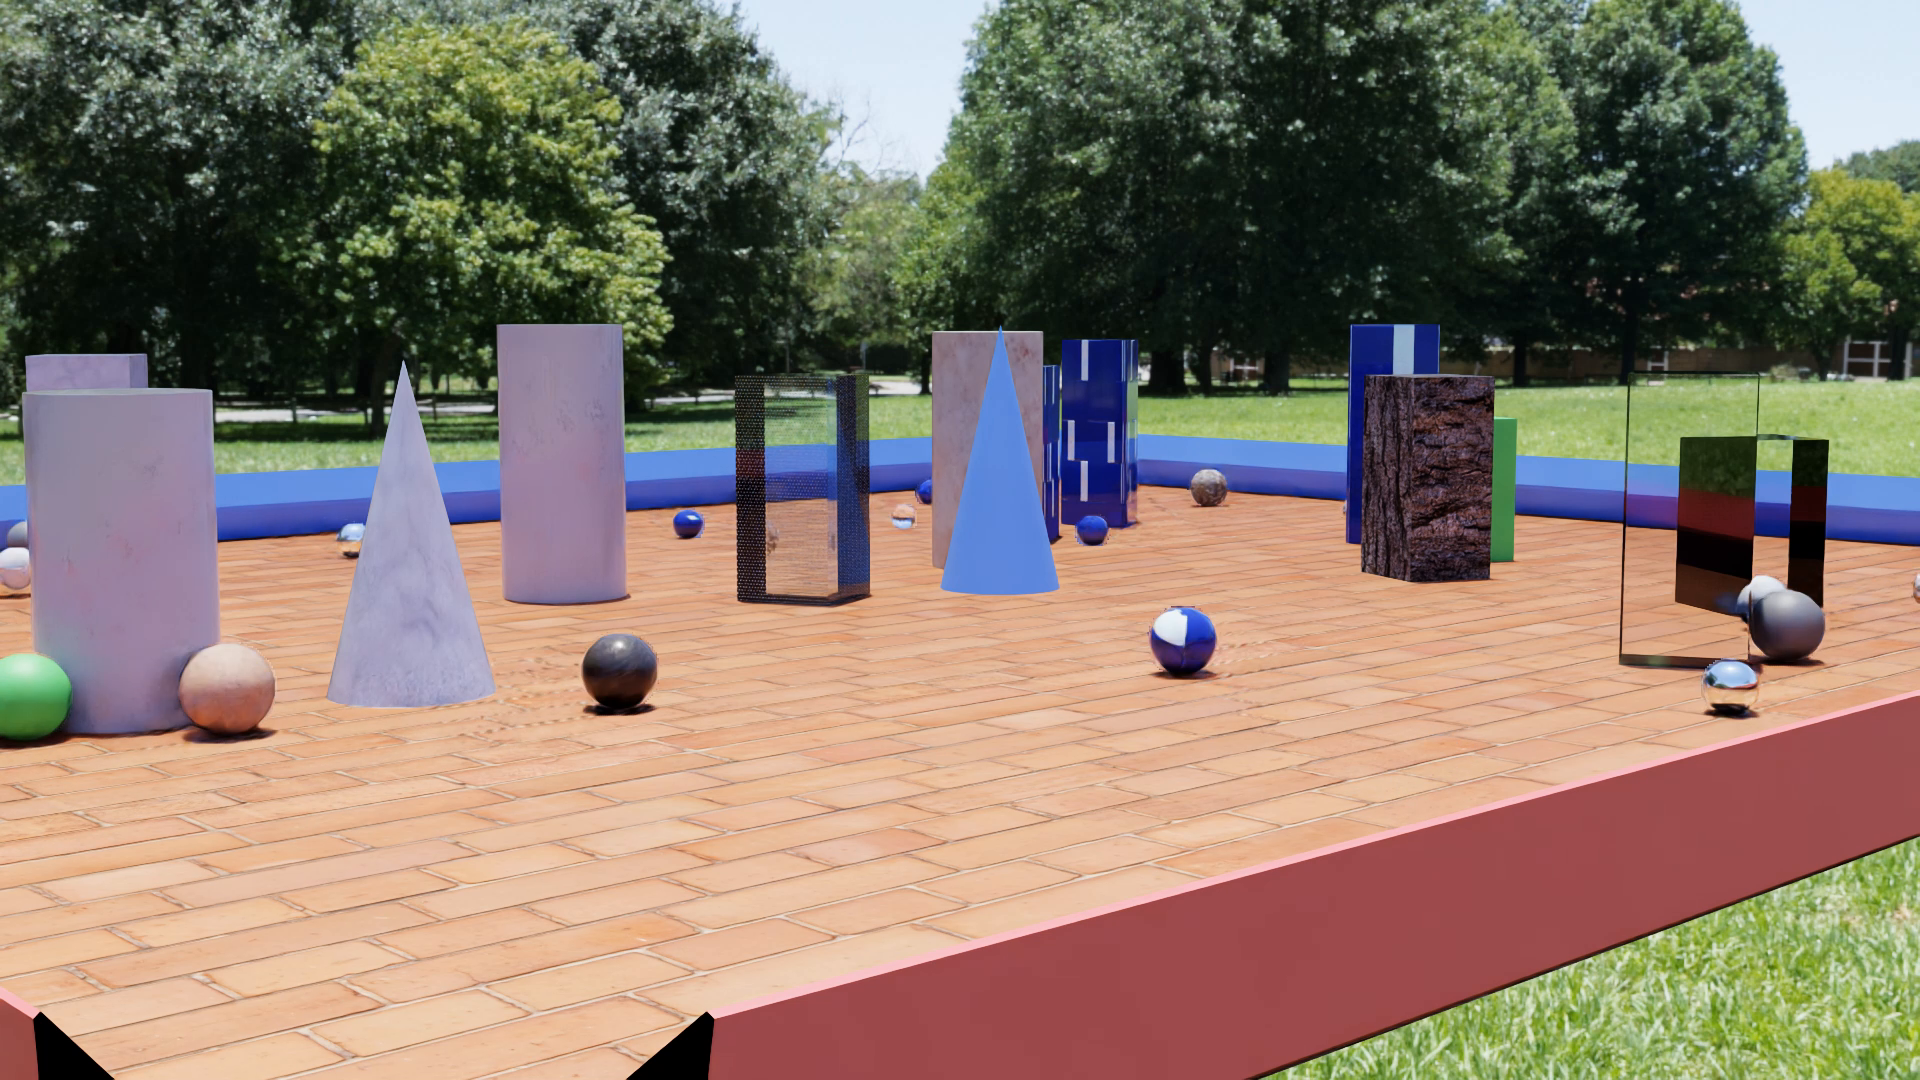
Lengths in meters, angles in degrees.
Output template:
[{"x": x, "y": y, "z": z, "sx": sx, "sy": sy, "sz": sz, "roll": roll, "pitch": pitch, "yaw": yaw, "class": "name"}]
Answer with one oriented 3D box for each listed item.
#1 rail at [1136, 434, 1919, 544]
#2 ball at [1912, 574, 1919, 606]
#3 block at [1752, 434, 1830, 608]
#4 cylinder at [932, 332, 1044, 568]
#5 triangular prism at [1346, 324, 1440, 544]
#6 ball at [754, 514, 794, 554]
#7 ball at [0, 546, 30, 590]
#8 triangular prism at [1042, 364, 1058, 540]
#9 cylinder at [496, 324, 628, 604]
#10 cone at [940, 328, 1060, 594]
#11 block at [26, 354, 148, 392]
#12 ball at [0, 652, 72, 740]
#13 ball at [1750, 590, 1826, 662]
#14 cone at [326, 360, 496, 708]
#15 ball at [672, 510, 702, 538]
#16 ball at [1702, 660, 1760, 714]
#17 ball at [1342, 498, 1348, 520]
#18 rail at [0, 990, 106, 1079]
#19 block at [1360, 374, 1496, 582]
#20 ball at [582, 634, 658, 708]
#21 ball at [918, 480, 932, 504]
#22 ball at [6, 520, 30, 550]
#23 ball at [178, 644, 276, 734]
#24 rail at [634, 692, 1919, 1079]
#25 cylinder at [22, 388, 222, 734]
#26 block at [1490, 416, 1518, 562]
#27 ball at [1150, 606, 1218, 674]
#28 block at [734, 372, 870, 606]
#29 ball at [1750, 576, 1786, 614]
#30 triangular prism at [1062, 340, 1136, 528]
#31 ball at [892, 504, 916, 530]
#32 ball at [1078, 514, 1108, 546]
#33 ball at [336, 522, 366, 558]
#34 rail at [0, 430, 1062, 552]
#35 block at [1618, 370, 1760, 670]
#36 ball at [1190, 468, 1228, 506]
[{"x": 1.376, "y": -0.100, "z": 4.595, "sx": 0.045, "sy": 0.125, "sz": 3.286, "roll": -6, "pitch": 8, "yaw": -42, "class": "rail"}, {"x": 1.431, "y": 0.072, "z": 3.211, "sx": 0.073, "sy": 0.073, "sz": 0.073, "roll": 0, "pitch": 6, "yaw": 0, "class": "ball"}, {"x": 1.197, "y": -0.030, "z": 3.331, "sx": 0.154, "sy": 0.251, "sz": 0.154, "roll": -1, "pitch": 6, "yaw": -11, "class": "block"}, {"x": 0.048, "y": -0.158, "z": 3.811, "sx": 0.192, "sy": 0.405, "sz": 0.192, "roll": 0, "pitch": 6, "yaw": 0, "class": "cylinder"}, {"x": 0.825, "y": -0.208, "z": 4.238, "sx": 0.166, "sy": 0.415, "sz": 0.144, "roll": 0, "pitch": 6, "yaw": 4, "class": "triangular prism"}, {"x": -0.339, "y": -0.012, "z": 4.016, "sx": 0.071, "sy": 0.071, "sz": 0.071, "roll": 0, "pitch": 6, "yaw": 0, "class": "ball"}, {"x": -1.463, "y": 0.044, "z": 3.410, "sx": 0.067, "sy": 0.067, "sz": 0.067, "roll": 0, "pitch": 6, "yaw": 0, "class": "ball"}, {"x": 0.146, "y": -0.171, "z": 4.272, "sx": 0.166, "sy": 0.335, "sz": 0.144, "roll": 5, "pitch": 8, "yaw": 40, "class": "triangular prism"}, {"x": -0.616, "y": -0.123, "z": 3.408, "sx": 0.192, "sy": 0.420, "sz": 0.192, "roll": 0, "pitch": 6, "yaw": 0, "class": "cylinder"}, {"x": 0.064, "y": -0.133, "z": 3.504, "sx": 0.192, "sy": 0.419, "sz": 0.192, "roll": 0, "pitch": 6, "yaw": 0, "class": "cone"}, {"x": -1.395, "y": -0.112, "z": 3.537, "sx": 0.154, "sy": 0.371, "sz": 0.154, "roll": -1, "pitch": 6, "yaw": -10, "class": "block"}, {"x": -0.967, "y": 0.162, "z": 2.273, "sx": 0.091, "sy": 0.091, "sz": 0.091, "roll": 0, "pitch": 6, "yaw": 0, "class": "ball"}, {"x": 1.047, "y": 0.108, "z": 2.784, "sx": 0.091, "sy": 0.091, "sz": 0.091, "roll": 0, "pitch": 6, "yaw": 0, "class": "ball"}, {"x": -0.636, "y": -0.015, "z": 2.534, "sx": 0.192, "sy": 0.387, "sz": 0.192, "roll": 0, "pitch": 6, "yaw": 0, "class": "cone"}, {"x": -0.528, "y": -0.031, "z": 4.265, "sx": 0.058, "sy": 0.058, "sz": 0.058, "roll": 0, "pitch": 6, "yaw": 0, "class": "ball"}, {"x": 0.849, "y": 0.162, "z": 2.423, "sx": 0.060, "sy": 0.060, "sz": 0.060, "roll": 0, "pitch": 6, "yaw": 0, "class": "ball"}, {"x": 0.821, "y": -0.063, "z": 4.522, "sx": 0.067, "sy": 0.067, "sz": 0.067, "roll": 0, "pitch": 6, "yaw": 0, "class": "ball"}, {"x": -1.376, "y": 0.165, "z": 2.070, "sx": 0.045, "sy": 0.125, "sz": 3.286, "roll": -6, "pitch": 8, "yaw": -42, "class": "rail"}, {"x": 0.779, "y": -0.107, "z": 3.672, "sx": 0.154, "sy": 0.333, "sz": 0.154, "roll": -2, "pitch": 6, "yaw": -21, "class": "block"}, {"x": -0.380, "y": 0.146, "z": 2.454, "sx": 0.085, "sy": 0.085, "sz": 0.085, "roll": 0, "pitch": 6, "yaw": 0, "class": "ball"}, {"x": -0.069, "y": -0.108, "z": 5.009, "sx": 0.055, "sy": 0.055, "sz": 0.055, "roll": 0, "pitch": 6, "yaw": 0, "class": "ball"}, {"x": -1.516, "y": 0.003, "z": 3.586, "sx": 0.072, "sy": 0.072, "sz": 0.072, "roll": 0, "pitch": 6, "yaw": 0, "class": "ball"}, {"x": -0.767, "y": 0.156, "z": 2.304, "sx": 0.096, "sy": 0.096, "sz": 0.096, "roll": 0, "pitch": 6, "yaw": 0, "class": "ball"}, {"x": 1.098, "y": 0.157, "z": 2.148, "sx": 3.791, "sy": 0.125, "sz": 0.045, "roll": -6, "pitch": 8, "yaw": -42, "class": "rail"}, {"x": -0.907, "y": 0.017, "z": 2.387, "sx": 0.192, "sy": 0.356, "sz": 0.192, "roll": 0, "pitch": 6, "yaw": 0, "class": "cylinder"}, {"x": 0.884, "y": -0.094, "z": 3.932, "sx": 0.154, "sy": 0.252, "sz": 0.154, "roll": -2, "pitch": 6, "yaw": -18, "class": "block"}, {"x": 0.272, "y": 0.123, "z": 2.686, "sx": 0.082, "sy": 0.082, "sz": 0.082, "roll": 0, "pitch": 6, "yaw": 0, "class": "ball"}, {"x": -0.241, "y": -0.082, "z": 3.385, "sx": 0.154, "sy": 0.344, "sz": 0.154, "roll": 2, "pitch": 6, "yaw": 22, "class": "block"}, {"x": 1.133, "y": 0.085, "z": 3.104, "sx": 0.070, "sy": 0.070, "sz": 0.070, "roll": 0, "pitch": 6, "yaw": 0, "class": "ball"}, {"x": 0.320, "y": -0.224, "z": 4.554, "sx": 0.166, "sy": 0.381, "sz": 0.144, "roll": 5, "pitch": 8, "yaw": 42, "class": "triangular prism"}, {"x": -0.114, "y": -0.047, "z": 4.448, "sx": 0.050, "sy": 0.050, "sz": 0.050, "roll": 0, "pitch": 6, "yaw": 0, "class": "ball"}, {"x": 0.250, "y": -0.018, "z": 4.139, "sx": 0.058, "sy": 0.058, "sz": 0.058, "roll": 0, "pitch": 6, "yaw": 0, "class": "ball"}, {"x": -1.082, "y": 0.001, "z": 3.929, "sx": 0.064, "sy": 0.064, "sz": 0.064, "roll": 0, "pitch": 6, "yaw": 0, "class": "ball"}, {"x": -1.098, "y": -0.092, "z": 4.516, "sx": 3.791, "sy": 0.125, "sz": 0.045, "roll": -6, "pitch": 8, "yaw": -42, "class": "rail"}, {"x": 0.924, "y": -0.030, "z": 2.787, "sx": 0.154, "sy": 0.364, "sz": 0.154, "roll": 2, "pitch": 6, "yaw": 19, "class": "block"}, {"x": 0.562, "y": -0.118, "z": 4.963, "sx": 0.085, "sy": 0.085, "sz": 0.085, "roll": 0, "pitch": 6, "yaw": 0, "class": "ball"}]
